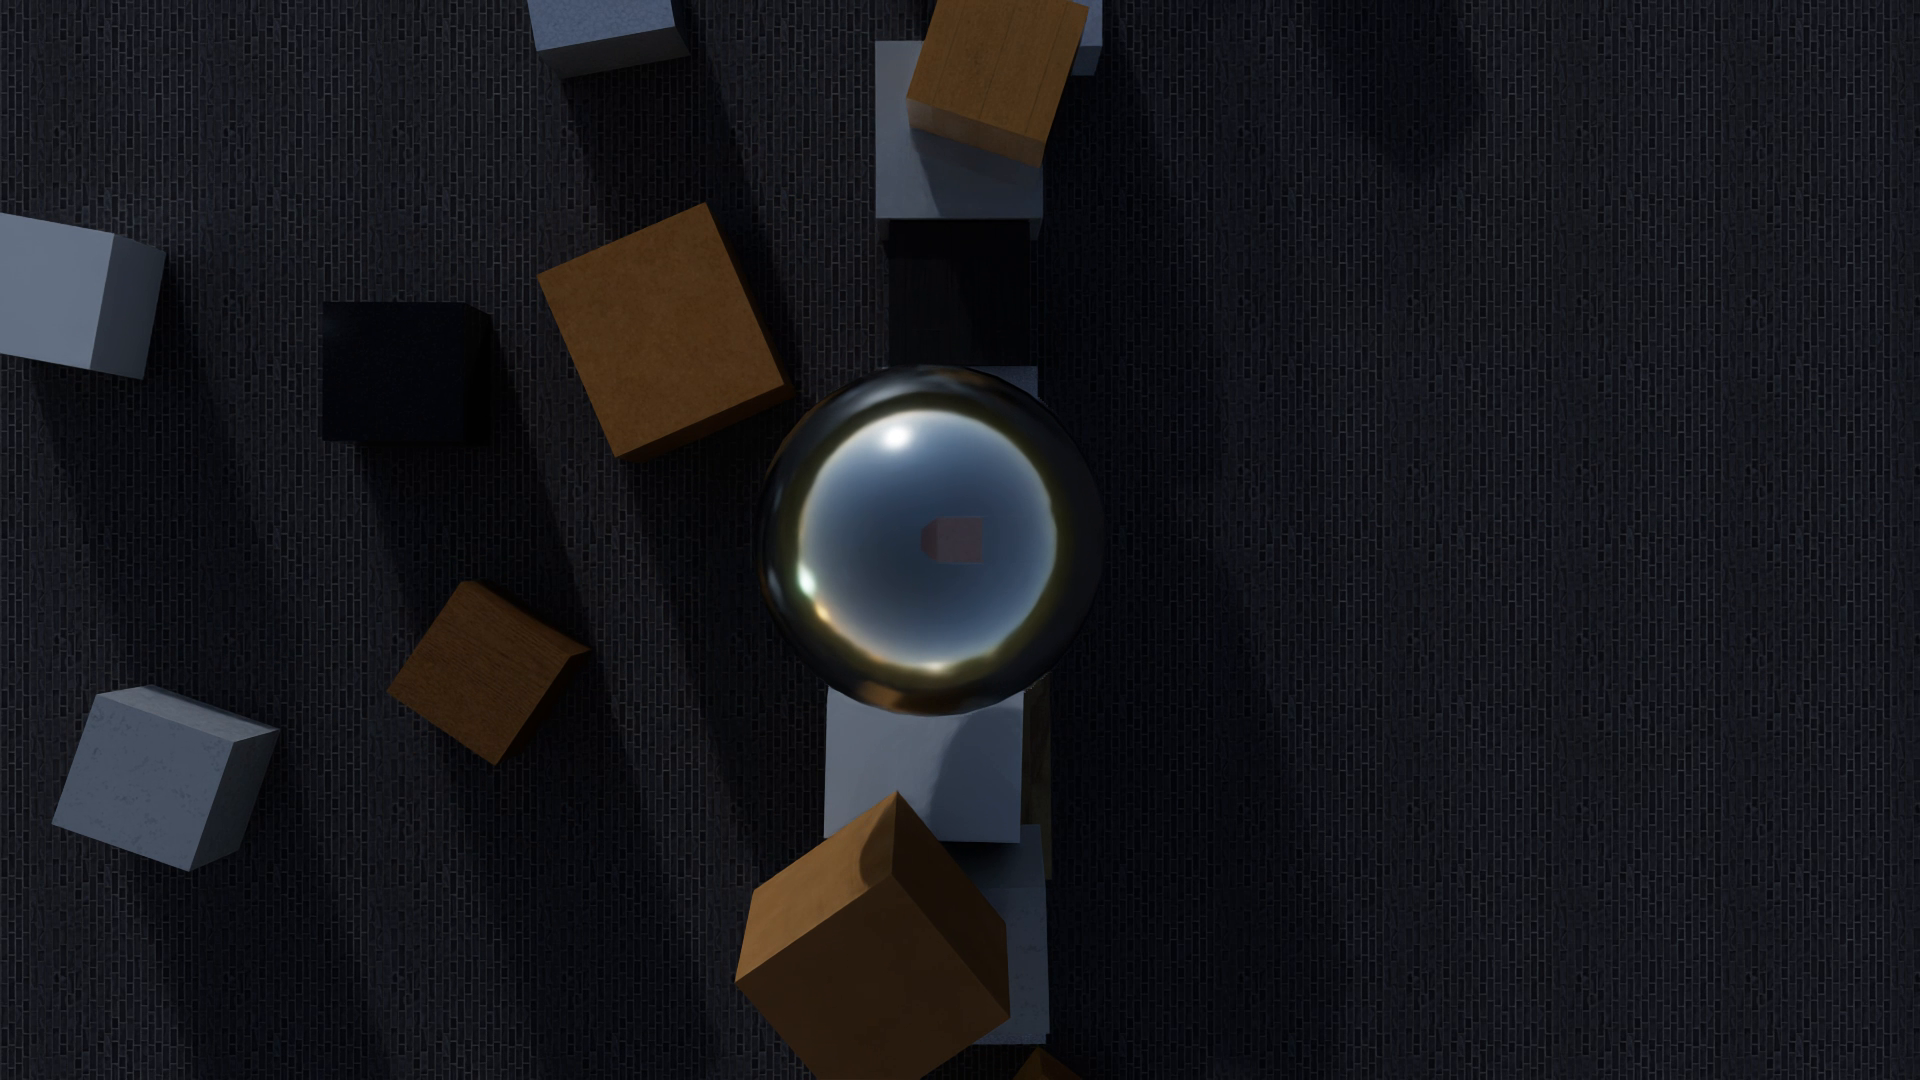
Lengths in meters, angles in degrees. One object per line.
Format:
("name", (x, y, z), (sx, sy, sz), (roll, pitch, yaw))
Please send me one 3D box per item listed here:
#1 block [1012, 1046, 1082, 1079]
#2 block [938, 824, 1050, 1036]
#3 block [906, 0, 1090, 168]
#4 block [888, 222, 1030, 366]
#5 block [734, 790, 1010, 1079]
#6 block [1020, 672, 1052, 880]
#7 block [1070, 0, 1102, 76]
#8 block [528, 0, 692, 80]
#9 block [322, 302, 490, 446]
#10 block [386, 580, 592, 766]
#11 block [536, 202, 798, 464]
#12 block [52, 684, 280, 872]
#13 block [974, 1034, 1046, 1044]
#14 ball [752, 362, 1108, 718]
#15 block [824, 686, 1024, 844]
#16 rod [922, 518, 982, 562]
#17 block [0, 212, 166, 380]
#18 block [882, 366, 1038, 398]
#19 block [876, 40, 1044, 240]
("block", (0.551, 3.502, 12.655), (0.763, 0.690, 0.713), (37, 90, 0))
("block", (0.002, 2.051, 11.592), (0.890, 0.787, 0.824), (-2, 106, 1))
("block", (0.194, -2.506, 11.695), (0.755, 0.785, 0.732), (18, 90, 0))
("block", (-0.003, -1.364, 12.579), (0.779, 0.843, 0.786), (0, 90, 0))
("block", (-0.404, 1.995, 10.653), (0.911, 0.983, 0.911), (-36, 103, 10))
("block", (-0.035, 1.284, 12.471), (1.056, 1.058, 1.132), (-1, 90, 0))
("block", (0.402, -3.134, 12.611), (0.780, 0.777, 0.777), (0, 90, 0))
("block", (-2.042, -3.163, 12.630), (0.786, 0.740, 0.749), (-10, 90, 0))
("block", (-3.173, -0.943, 12.653), (0.788, 0.694, 0.780), (0, 90, 0))
("block", (-2.680, 0.745, 12.615), (0.736, 0.770, 0.741), (34, 90, 0))
("block", (-1.635, -1.147, 12.496), (1.006, 1.008, 1.084), (-23, 90, 0))
("block", (-4.520, 1.344, 12.580), (0.806, 0.841, 0.759), (19, 90, 0))
("block", (-0.005, 2.317, 12.544), (0.947, 0.911, 0.913), (0, 90, 0))
("ball", (-0.136, 0.000, 9.918), (1.600, 1.600, 1.600), (0, 90, 0))
("block", (-0.178, 1.005, 11.483), (0.984, 0.918, 1.005), (1, 90, 0))
("rod", (-0.059, 0.000, 6.518), (0.080, 5.200, 0.080), (0, 90, -1))
("block", (-5.108, -1.387, 12.599), (0.709, 0.802, 0.768), (10, 90, 0))
("block", (0.001, -0.512, 12.635), (0.863, 0.731, 0.916), (0, 90, 0))
("block", (-0.004, -2.257, 12.544), (0.921, 0.913, 0.974), (0, 90, 0))
